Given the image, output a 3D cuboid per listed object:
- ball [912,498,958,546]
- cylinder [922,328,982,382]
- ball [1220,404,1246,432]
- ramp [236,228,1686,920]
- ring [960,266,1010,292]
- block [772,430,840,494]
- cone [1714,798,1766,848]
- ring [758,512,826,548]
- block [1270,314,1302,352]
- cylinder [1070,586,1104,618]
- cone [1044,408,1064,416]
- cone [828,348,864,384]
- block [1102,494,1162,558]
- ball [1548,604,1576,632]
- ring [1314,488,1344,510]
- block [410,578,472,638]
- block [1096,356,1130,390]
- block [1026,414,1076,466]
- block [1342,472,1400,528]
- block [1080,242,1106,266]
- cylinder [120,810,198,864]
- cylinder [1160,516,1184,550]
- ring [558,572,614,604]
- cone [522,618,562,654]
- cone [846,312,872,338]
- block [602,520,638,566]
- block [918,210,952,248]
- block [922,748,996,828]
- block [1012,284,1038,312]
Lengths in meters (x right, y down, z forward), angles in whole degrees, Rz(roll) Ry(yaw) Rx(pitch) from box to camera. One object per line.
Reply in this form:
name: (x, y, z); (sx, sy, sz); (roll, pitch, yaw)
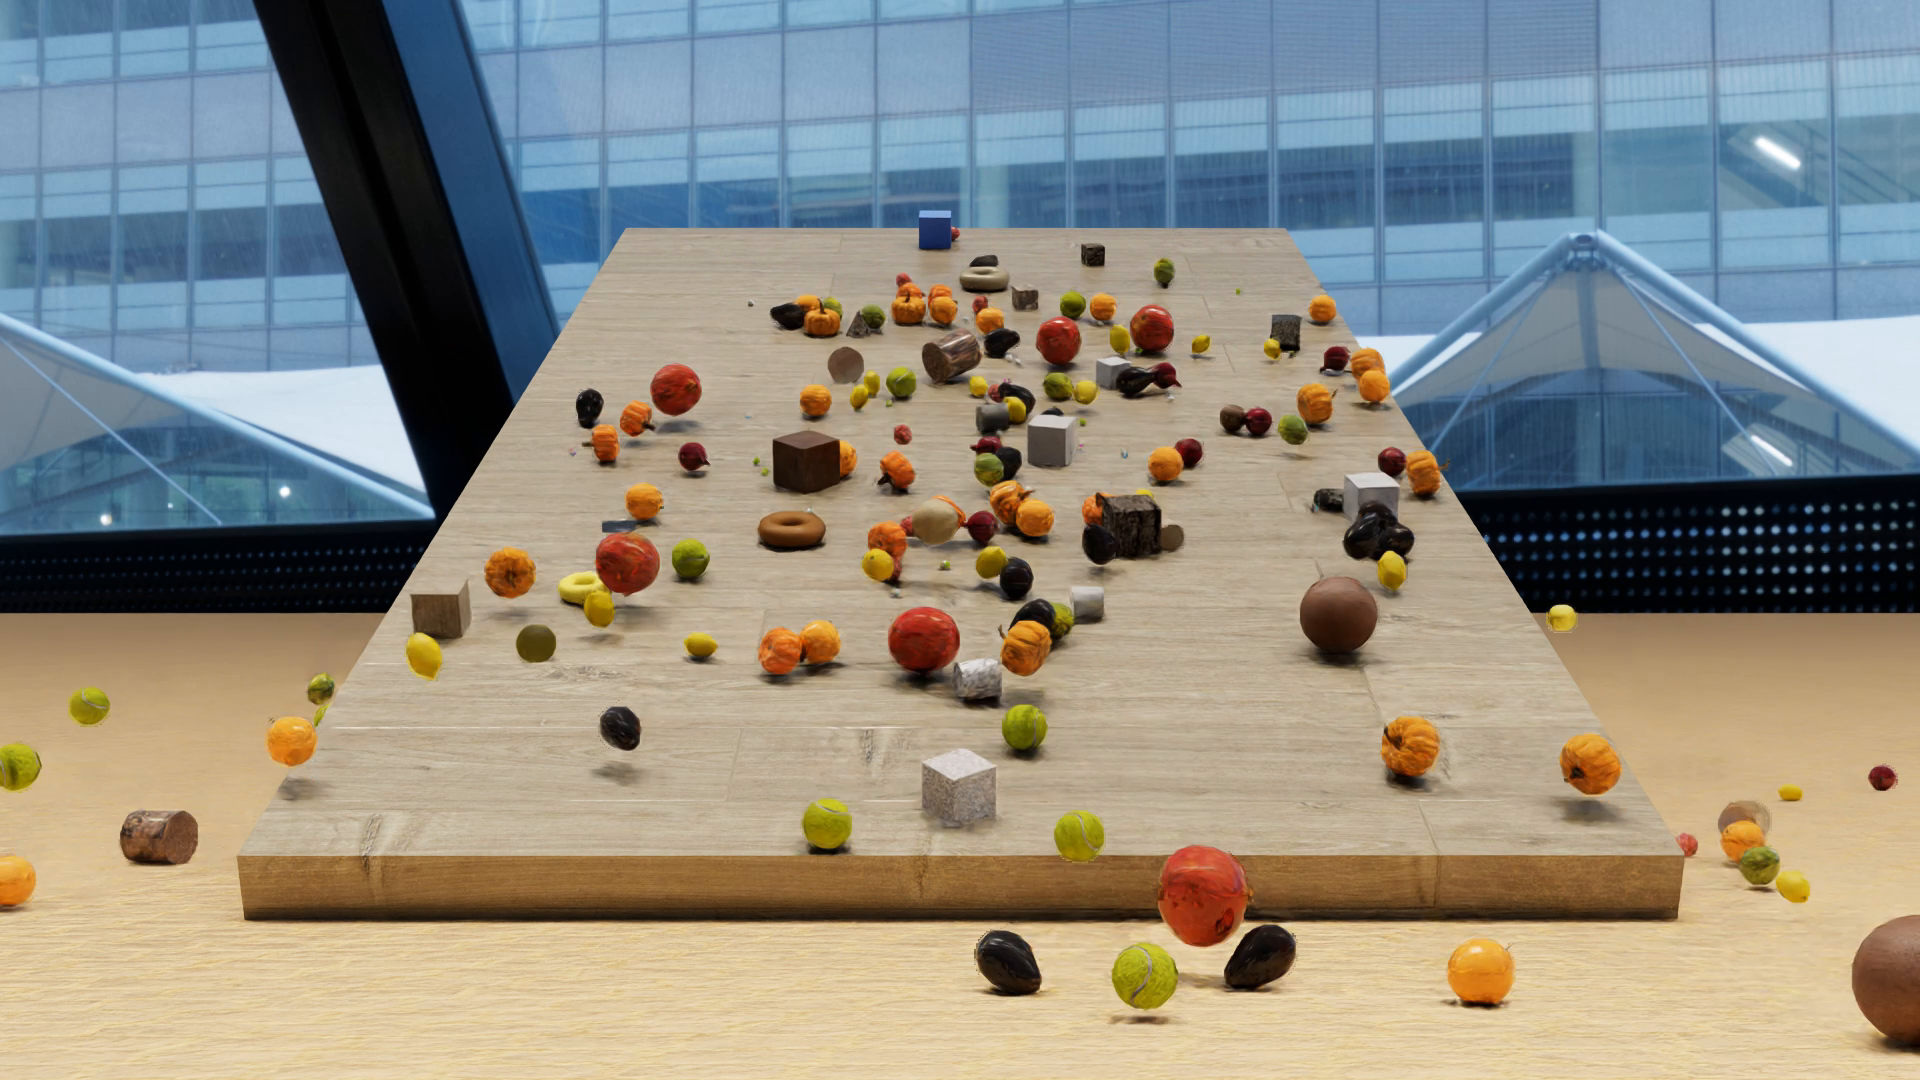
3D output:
ball: (-0.044, -0.032, 4.080); (0.085, 0.085, 0.085); (0, -2, 0)
cylinder: (-0.021, -0.434, 5.326); (0.100, 0.100, 0.100); (-27, 14, -33)
ball: (0.595, -0.266, 4.956); (0.058, 0.058, 0.058); (0, -2, 0)
ramp: (-0.005, -0.209, 5.027); (2.000, 0.100, 4.000); (0, 20, 0)
ring: (0.068, -0.711, 6.182); (0.140, 0.047, 0.140); (-1, 21, 0)
block: (-0.312, -0.159, 4.608); (0.095, 0.095, 0.095); (-19, 27, -41)
cone: (1.329, 0.465, 3.875); (0.085, 0.085, 0.085); (0, 29, 17)
ring: (-0.319, -0.020, 4.309); (0.128, 0.043, 0.128); (1, 20, 0)
block: (0.805, -0.512, 5.608); (0.071, 0.071, 0.071); (3, 20, 9)
cylinder: (0.221, 0.107, 3.946); (0.053, 0.053, 0.053); (-3, -1, -5)
cone: (0.223, -0.239, 4.895); (0.080, 0.080, 0.080); (-2, -11, 43)
cone: (-0.274, -0.403, 5.353); (0.087, 0.087, 0.087); (0, -7, -10)
block: (0.322, -0.027, 4.263); (0.089, 0.089, 0.089); (-4, 21, -12)
ball: (1.199, 0.155, 4.519); (0.055, 0.055, 0.055); (0, -2, 0)
ring: (0.743, -0.080, 4.497); (0.086, 0.029, 0.086); (1, 20, 0)
block: (-0.887, 0.116, 3.881); (0.081, 0.081, 0.081); (0, 20, 0)
block: (0.357, -0.389, 5.291); (0.058, 0.058, 0.058); (-12, 24, -31)
block: (0.192, -0.210, 4.767); (0.083, 0.083, 0.083); (6, 21, 16)
block: (0.798, -0.077, 4.410); (0.083, 0.083, 0.083); (-3, 20, -9)
block: (0.377, -0.811, 6.444); (0.053, 0.053, 0.053); (-6, 21, -15)
cylinder: (-1.360, 0.504, 3.856); (0.090, 0.090, 0.090); (0, -2, 21)
cylinder: (0.391, -0.014, 4.280); (0.052, 0.052, 0.052); (0, 20, -13)
ring: (-0.665, 0.085, 4.037); (0.098, 0.033, 0.098); (-1, 21, 0)
cone: (-0.704, 0.175, 3.794); (0.066, 0.066, 0.066); (1, -33, -24)
cone: (-0.256, -0.548, 5.709); (0.065, 0.065, 0.065); (0, 20, 0)
block: (-0.630, 0.005, 4.207); (0.064, 0.064, 0.064); (-3, 20, -8)
block: (-0.073, -0.910, 6.653); (0.092, 0.092, 0.092); (0, 20, 1)
block: (-0.001, 0.354, 3.244); (0.076, 0.076, 0.076); (-15, 25, -34)
block: (0.172, -0.637, 5.967); (0.054, 0.054, 0.054); (-6, 21, -16)
